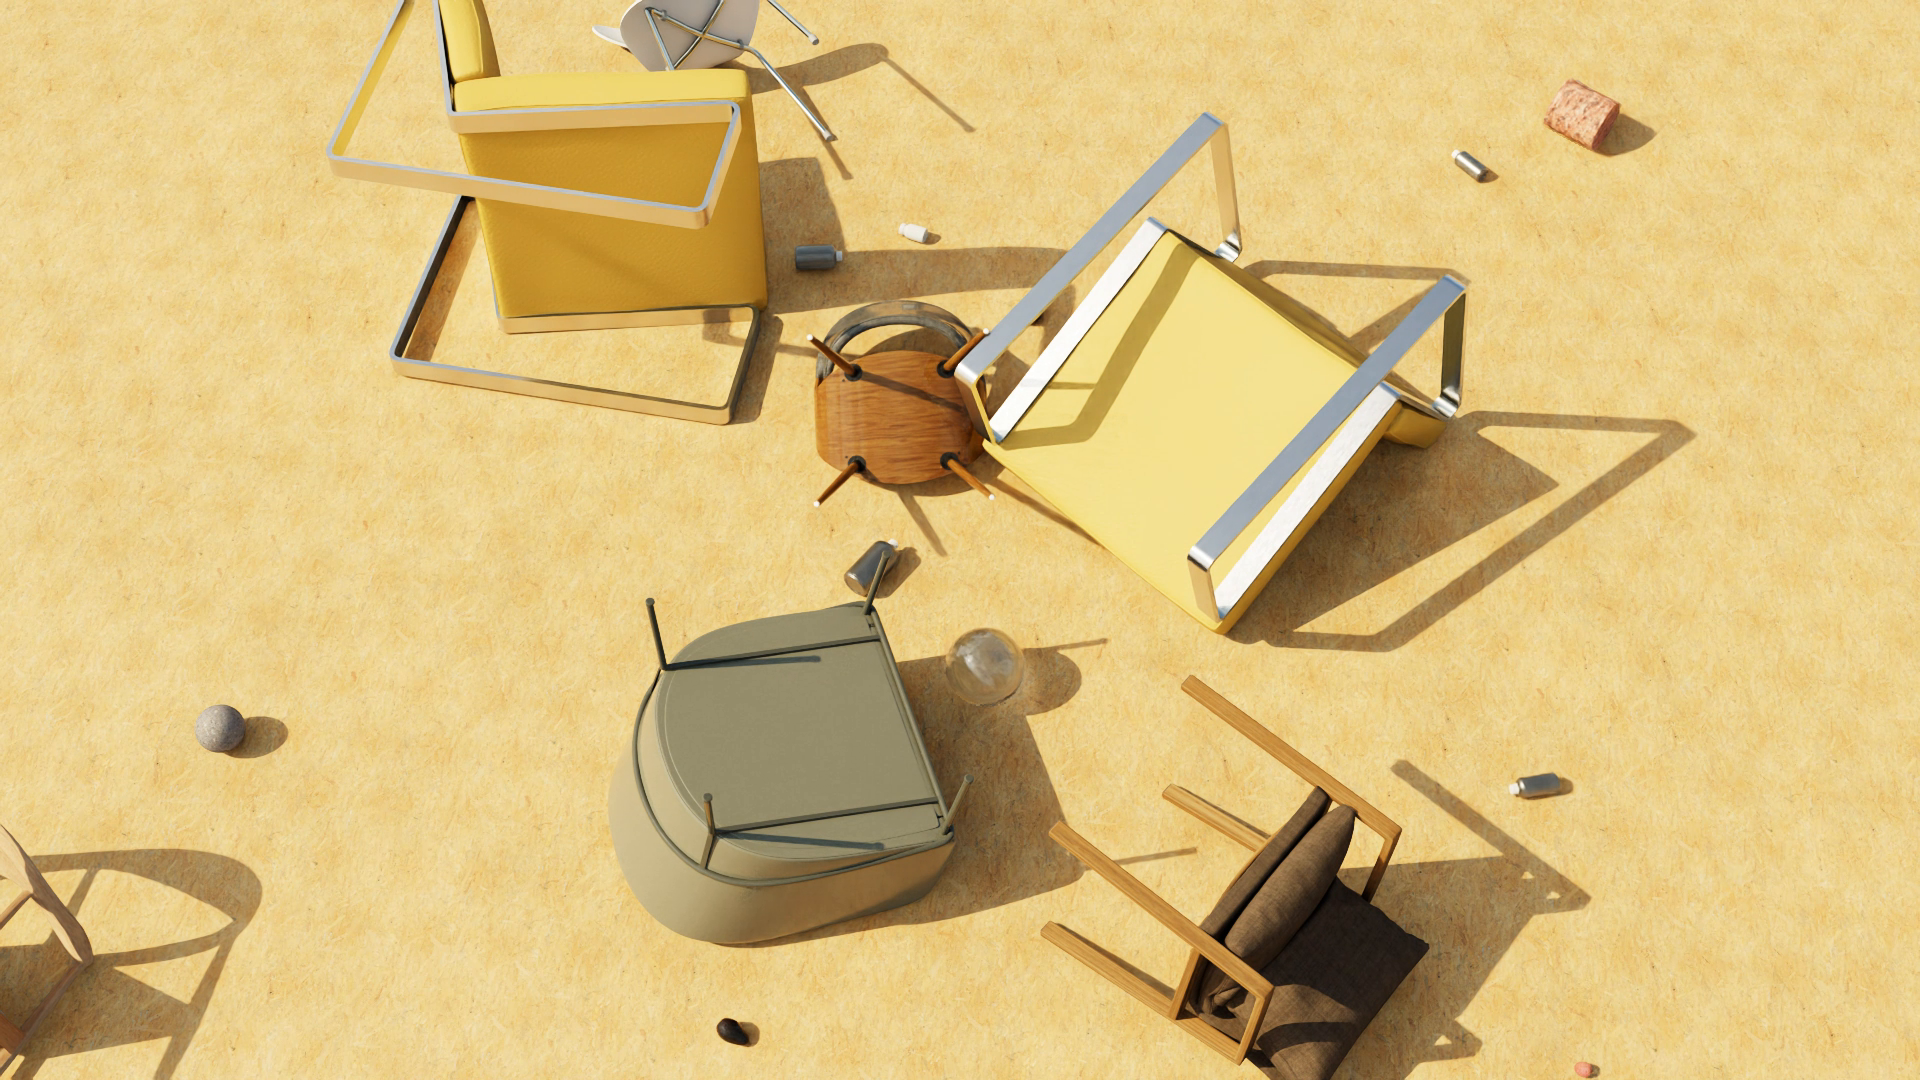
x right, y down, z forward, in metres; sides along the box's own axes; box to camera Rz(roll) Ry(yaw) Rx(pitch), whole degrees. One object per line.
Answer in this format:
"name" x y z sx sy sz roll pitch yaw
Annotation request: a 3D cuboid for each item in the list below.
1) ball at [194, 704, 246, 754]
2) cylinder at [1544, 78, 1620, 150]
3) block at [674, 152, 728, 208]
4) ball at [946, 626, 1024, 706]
"ball" -2.065 0.526 6.139 0.136 0.136 0.136 0 56 0
"cylinder" 2.105 -1.441 7.438 0.185 0.172 0.181 34 49 20
"block" -0.859 -1.195 7.315 0.126 0.070 0.124 31 60 2
"ball" 0.071 0.357 6.199 0.224 0.224 0.224 0 56 0
